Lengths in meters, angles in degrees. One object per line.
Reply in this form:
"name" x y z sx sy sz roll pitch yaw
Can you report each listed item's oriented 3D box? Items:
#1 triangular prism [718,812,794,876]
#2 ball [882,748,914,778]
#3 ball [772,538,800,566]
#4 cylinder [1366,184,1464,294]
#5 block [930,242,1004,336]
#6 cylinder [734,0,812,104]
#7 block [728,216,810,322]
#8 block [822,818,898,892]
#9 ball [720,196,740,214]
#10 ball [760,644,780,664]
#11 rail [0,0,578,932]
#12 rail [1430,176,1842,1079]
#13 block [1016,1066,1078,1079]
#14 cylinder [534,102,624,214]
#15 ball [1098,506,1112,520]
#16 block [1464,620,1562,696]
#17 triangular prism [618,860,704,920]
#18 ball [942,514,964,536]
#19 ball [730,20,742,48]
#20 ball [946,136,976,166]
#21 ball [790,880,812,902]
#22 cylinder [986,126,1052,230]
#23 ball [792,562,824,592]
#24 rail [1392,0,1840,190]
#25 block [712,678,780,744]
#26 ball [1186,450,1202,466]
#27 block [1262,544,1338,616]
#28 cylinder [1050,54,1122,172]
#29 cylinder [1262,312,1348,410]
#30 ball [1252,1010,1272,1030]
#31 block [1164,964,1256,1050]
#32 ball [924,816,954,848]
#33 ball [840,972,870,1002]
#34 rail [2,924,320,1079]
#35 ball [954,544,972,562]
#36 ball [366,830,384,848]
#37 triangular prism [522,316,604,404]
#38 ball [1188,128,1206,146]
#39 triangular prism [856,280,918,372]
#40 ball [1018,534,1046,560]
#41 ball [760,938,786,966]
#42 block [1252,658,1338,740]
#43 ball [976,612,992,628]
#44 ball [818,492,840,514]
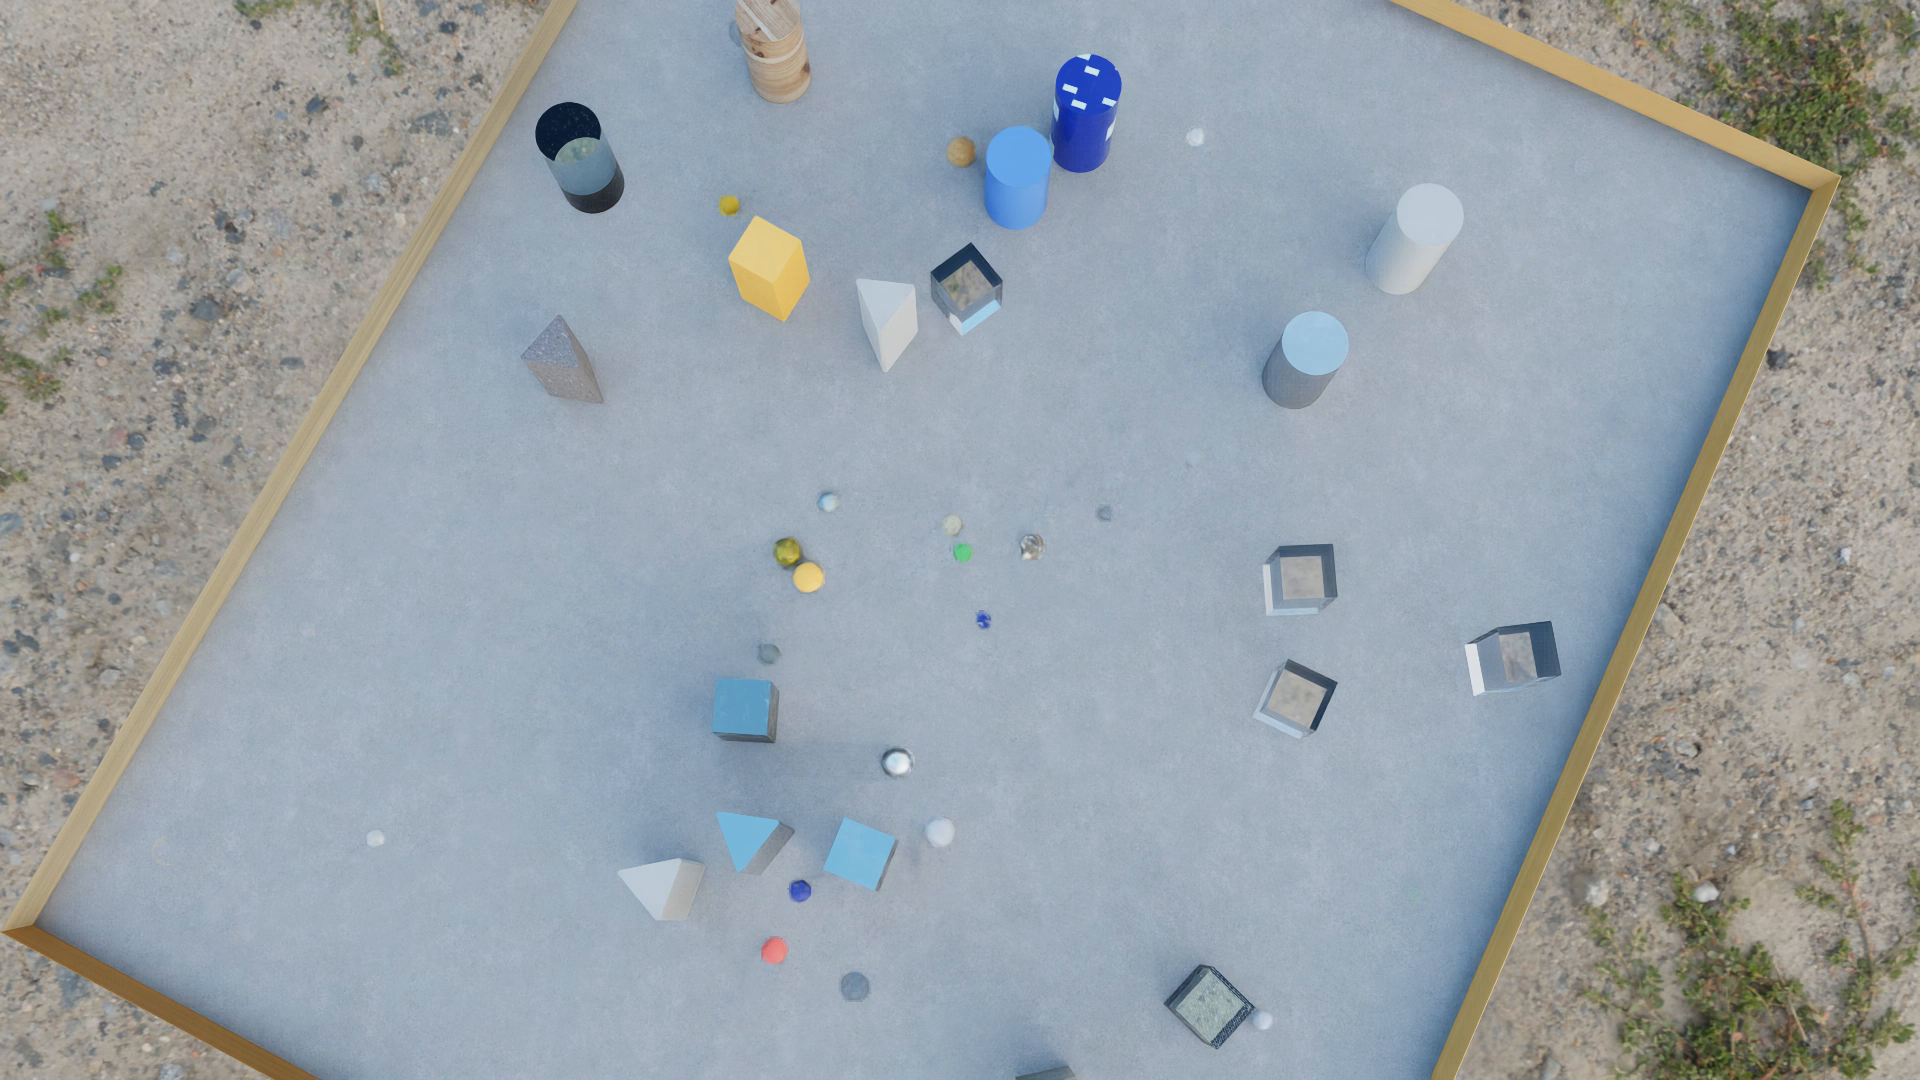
"triangular prism" -0.601 0.833 5.195 0.147 0.488 0.170 38 81 7
"ball" -0.185 0.661 5.433 0.093 0.093 0.093 0 78 0
"ball" -0.526 0.037 5.565 0.086 0.086 0.086 0 78 0
"cylinder" 1.381 -0.913 5.590 0.197 0.423 0.197 0 78 0
"block" 0.020 -0.771 5.653 0.157 0.242 0.157 -37 81 -7
"cylinder" -0.579 -1.545 5.720 0.197 0.425 0.197 0 78 0
"block" -0.580 -0.826 5.606 0.157 0.356 0.157 30 80 6
"block" -0.283 0.910 5.289 0.157 0.274 0.157 22 79 4
"ball" -0.729 -1.062 5.806 0.060 0.060 0.060 0 78 0
"ball" -0.573 0.342 5.513 0.063 0.063 0.063 0 78 0
"rail" -1.720 -0.835 5.723 0.045 0.128 4.527 26 80 5
"rail" 1.720 0.849 5.375 0.045 0.128 4.527 26 80 5
"block" 0.252 1.573 5.096 0.157 0.382 0.157 -11 79 -2
"cylinder" -1.169 -1.175 5.658 0.197 0.396 0.197 0 78 0
"ball" 0.444 -0.081 5.611 0.044 0.044 0.044 0 78 0
"block" 1.616 0.350 5.369 0.157 0.342 0.157 -7 78 -1
"triangular prism" -0.810 0.958 5.171 0.147 0.485 0.170 -41 81 -8
"ball" -0.024 -0.045 5.591 0.067 0.067 0.067 0 78 0
"ball" -0.694 -1.637 5.905 0.098 0.098 0.098 0 78 0
"ball" 0.004 -1.236 5.825 0.094 0.094 0.094 0 78 0
"ball" -0.467 1.029 5.371 0.063 0.063 0.063 0 78 0
"cylinder" 0.177 -1.116 5.671 0.197 0.346 0.197 0 78 0
"ball" -0.460 0.113 5.547 0.091 0.091 0.091 0 78 0
"rail" 1.002 -1.955 5.955 3.893 0.128 0.045 26 80 5
"block" -0.626 0.503 5.381 0.157 0.257 0.157 4 78 1
"ball" 0.721 -0.253 5.642 0.052 0.052 0.052 0 78 0
"block" 1.006 0.121 5.440 0.157 0.296 0.157 -3 78 -1
"cylinder" 0.384 -1.313 5.670 0.197 0.429 0.197 0 78 0
"cylinder" 1.040 -0.539 5.542 0.197 0.365 0.197 0 78 0
"ball" 0.873 1.389 5.302 0.054 0.054 0.054 0 78 0
"block" 0.703 1.319 5.189 0.157 0.303 0.157 43 82 8
"ball" -0.061 0.860 5.392 0.091 0.091 0.091 0 78 0
"ball" -0.304 1.292 5.306 0.084 0.084 0.084 0 78 0
"rail" -1.002 1.969 5.143 3.893 0.128 0.045 26 80 5
"ball" 0.009 0.040 5.579 0.057 0.057 0.057 0 78 0
"ball" -1.726 0.881 5.408 0.051 0.051 0.051 0 78 0
"triangular prism" -1.183 -0.550 5.535 0.170 0.383 0.147 9 78 2
"ball" 0.756 -1.286 5.853 0.058 0.058 0.058 0 78 0
"triangular prism" -0.243 -0.676 5.545 0.147 0.414 0.170 36 81 7
"ball" 0.218 0.021 5.570 0.082 0.082 0.082 0 78 0
"ball" -0.542 1.198 5.330 0.075 0.075 0.075 0 78 0
"block" 0.983 0.471 5.390 0.157 0.253 0.157 26 79 5
"ball" 0.070 0.244 5.542 0.048 0.048 0.048 0 78 0
"ball" -0.402 -0.115 5.606 0.067 0.067 0.067 0 78 0
